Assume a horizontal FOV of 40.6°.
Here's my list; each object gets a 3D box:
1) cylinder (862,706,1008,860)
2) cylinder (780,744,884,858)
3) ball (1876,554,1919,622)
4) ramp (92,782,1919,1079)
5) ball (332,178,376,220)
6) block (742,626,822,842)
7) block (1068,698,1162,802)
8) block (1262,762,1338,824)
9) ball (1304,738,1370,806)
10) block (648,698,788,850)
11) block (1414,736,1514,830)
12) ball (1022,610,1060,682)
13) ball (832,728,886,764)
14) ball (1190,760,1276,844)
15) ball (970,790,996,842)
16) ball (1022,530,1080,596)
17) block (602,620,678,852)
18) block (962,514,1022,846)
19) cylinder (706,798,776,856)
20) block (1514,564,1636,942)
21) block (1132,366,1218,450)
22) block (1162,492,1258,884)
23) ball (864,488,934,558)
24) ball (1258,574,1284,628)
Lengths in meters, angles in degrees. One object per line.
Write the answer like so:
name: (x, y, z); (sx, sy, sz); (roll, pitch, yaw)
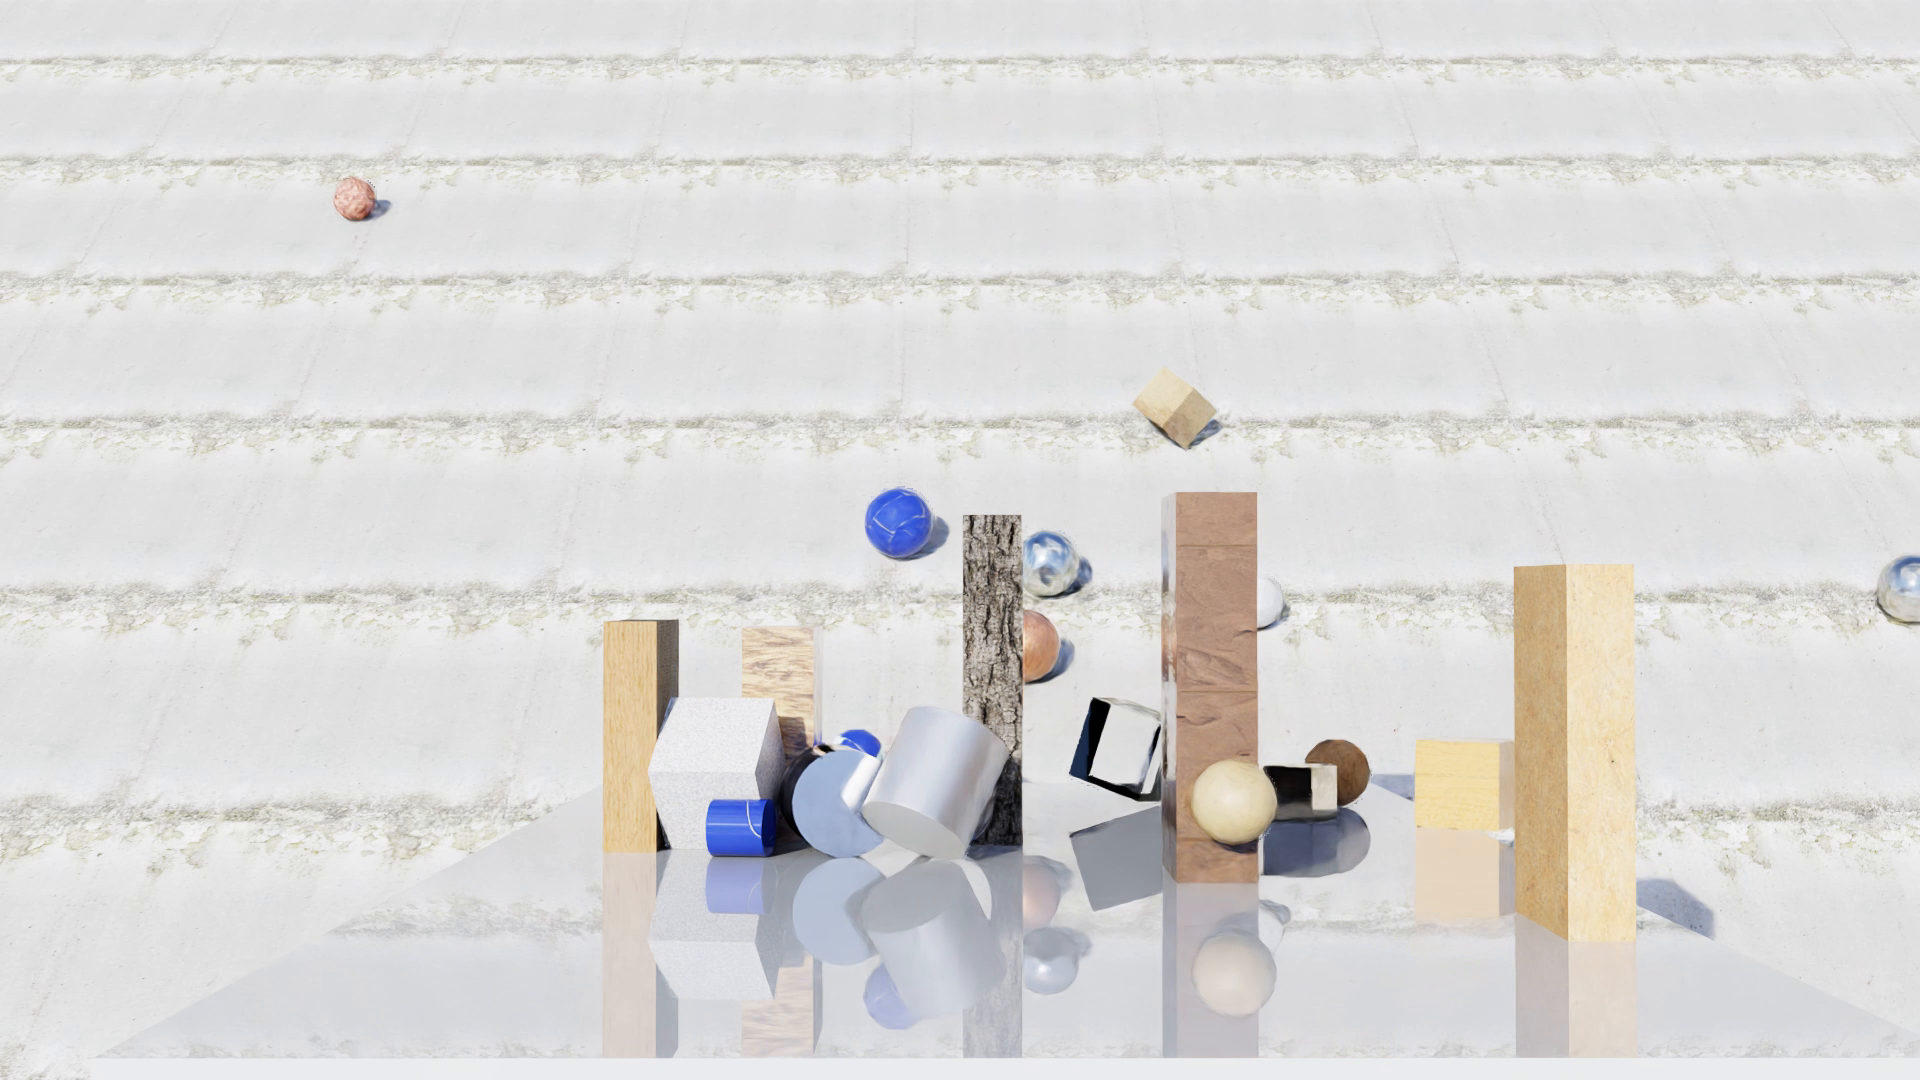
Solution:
cylinder: (-0.046, 0.449, 4.795); (0.207, 0.207, 0.207); (15, 62, 21)
cylinder: (-0.233, 0.496, 4.961); (0.202, 0.202, 0.202); (-7, 0, -11)
ball: (2.749, 0.138, 7.489); (0.197, 0.197, 0.197); (0, 33, 0)
ramp: (0.074, 0.643, 4.762); (2.000, 0.100, 4.000); (0, -1, 0)
ball: (-2.261, -1.272, 9.682); (0.155, 0.155, 0.155); (0, 33, 0)
block: (-0.363, 0.392, 5.346); (0.143, 0.426, 0.358); (0, -1, 0)
block: (0.407, 0.494, 6.116); (0.191, 0.191, 0.191); (19, 5, 28)
block: (0.743, 0.551, 5.664); (0.119, 0.119, 0.119); (-1, -1, 35)
ball: (0.875, 0.540, 6.033); (0.156, 0.156, 0.156); (0, 33, 0)
block: (-0.465, 0.452, 5.023); (0.207, 0.207, 0.207); (0, 39, 9)
block: (1.087, 0.517, 5.530); (0.182, 0.182, 0.182); (0, -1, 29)
ball: (0.179, 0.295, 7.246); (0.202, 0.202, 0.202); (0, 33, 0)
ball: (-0.266, 0.558, 6.659); (0.147, 0.147, 0.147); (0, 33, 0)
ball: (0.460, 0.440, 4.360); (0.143, 0.143, 0.143); (0, 33, 0)
ball: (-0.032, 0.497, 5.001); (0.200, 0.200, 0.200); (0, 33, 0)
ball: (0.253, 0.068, 7.599); (0.194, 0.194, 0.194); (0, 33, 0)
block: (-0.631, 0.380, 5.153); (0.102, 0.441, 0.395); (0, -1, 0)
block: (0.064, 0.278, 5.250); (0.116, 0.649, 0.304); (0, -1, 0)
cylinder: (-0.412, 0.541, 4.882); (0.108, 0.108, 0.108); (0, 33, 11)
block: (0.913, 0.306, 3.869); (0.096, 0.537, 0.354); (0, -1, 0)
block: (0.685, -0.423, 8.298); (0.159, 0.159, 0.159); (-50, 47, 2)
block: (0.439, 0.255, 4.593); (0.140, 0.668, 0.316); (0, -1, 0)
ball: (-0.185, -0.051, 7.770); (0.208, 0.208, 0.208); (0, 33, 0)
ball: (0.854, 0.176, 7.470); (0.155, 0.155, 0.155); (0, 33, 0)
